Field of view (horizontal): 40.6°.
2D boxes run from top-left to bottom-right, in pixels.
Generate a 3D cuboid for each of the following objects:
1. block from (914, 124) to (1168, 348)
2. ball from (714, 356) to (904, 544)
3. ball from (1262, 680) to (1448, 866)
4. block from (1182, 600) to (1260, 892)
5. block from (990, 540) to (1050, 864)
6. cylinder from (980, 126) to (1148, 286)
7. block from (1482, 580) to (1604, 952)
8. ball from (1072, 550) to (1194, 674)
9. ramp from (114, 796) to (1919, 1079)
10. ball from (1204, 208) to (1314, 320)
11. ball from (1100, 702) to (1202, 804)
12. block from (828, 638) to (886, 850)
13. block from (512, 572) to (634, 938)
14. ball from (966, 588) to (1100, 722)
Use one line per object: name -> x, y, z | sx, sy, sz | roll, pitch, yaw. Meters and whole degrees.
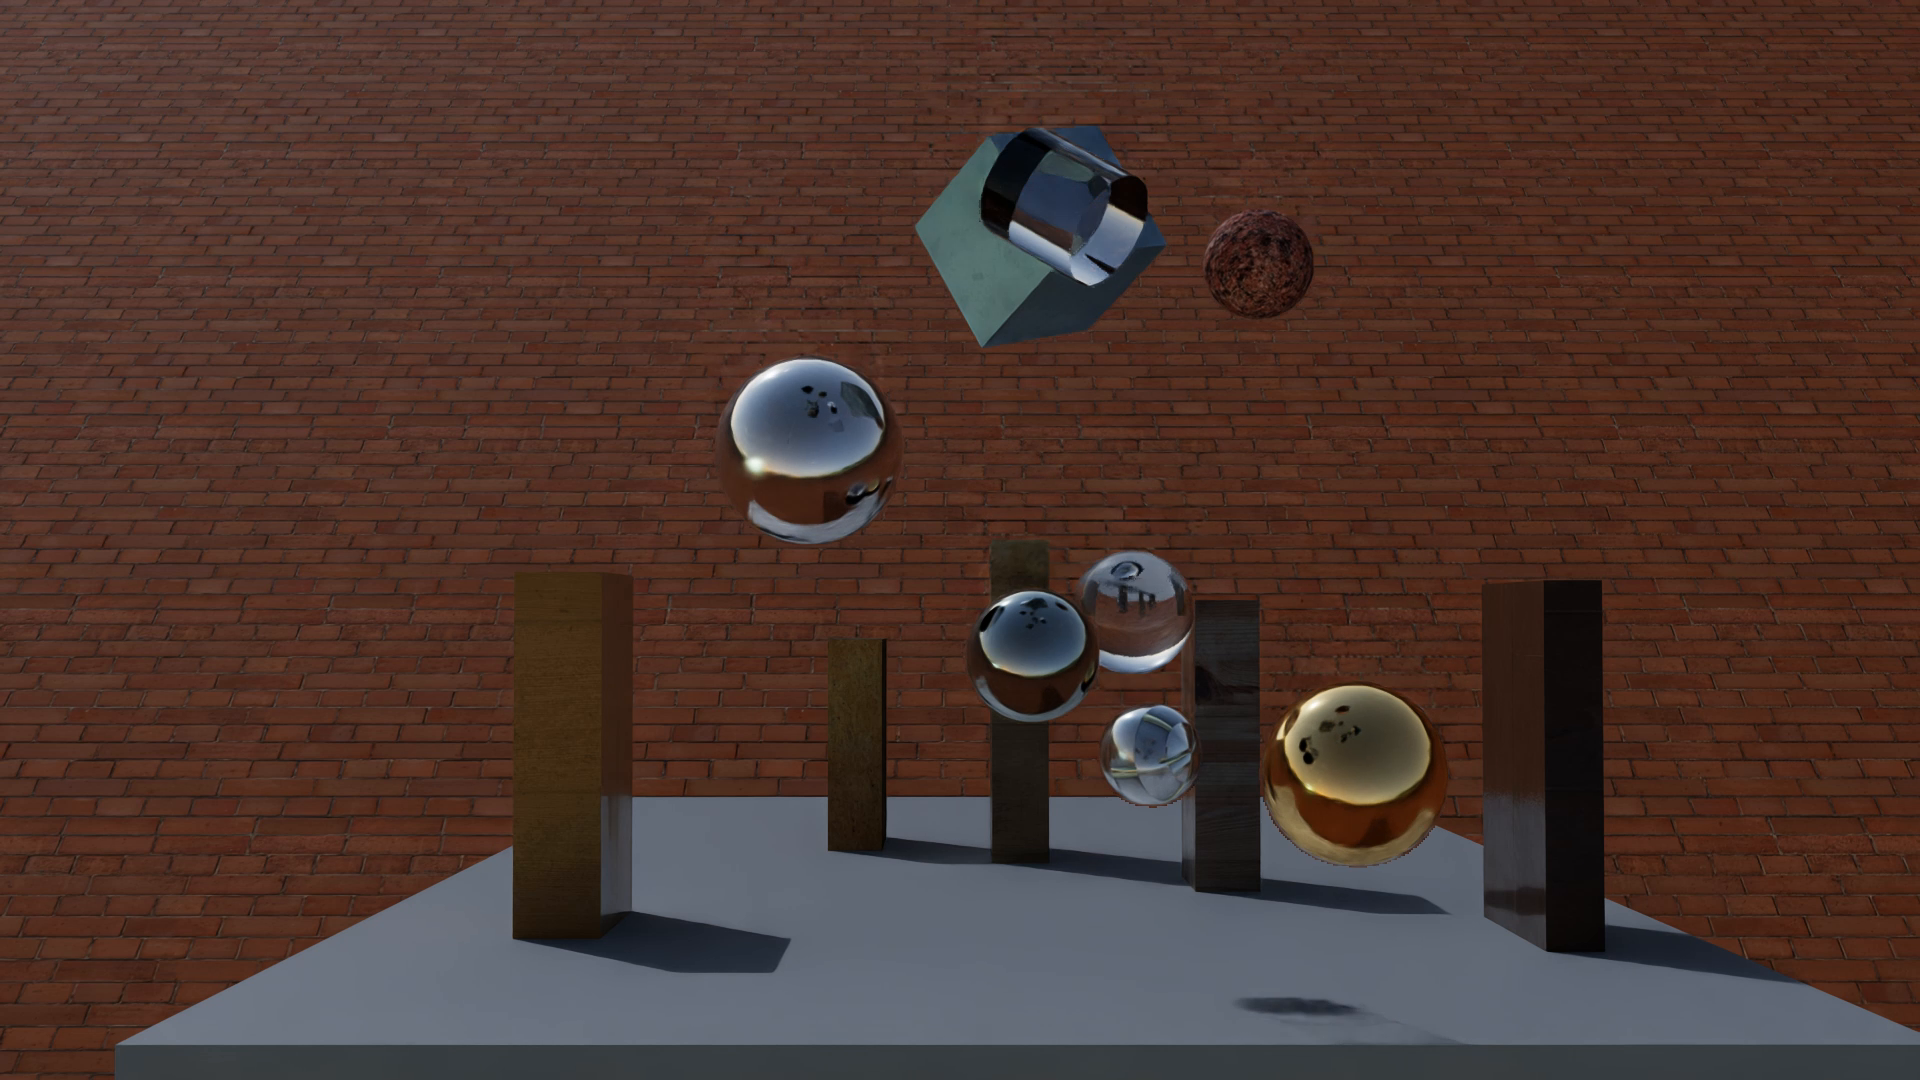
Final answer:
block -> 0.083, -0.315, 2.688 | 0.154, 0.154, 0.154 | -13, 67, -41
ball -> -0.158, -0.094, 2.723 | 0.198, 0.198, 0.198 | 0, 35, 0
ball -> 0.432, 0.254, 2.842 | 0.202, 0.202, 0.202 | 0, 35, 0
block -> 0.458, 0.356, 4.585 | 0.111, 0.498, 0.272 | 0, -2, 0
block -> 0.116, 0.314, 5.149 | 0.109, 0.619, 0.345 | 0, -2, 0
cylinder -> 0.095, -0.305, 2.368 | 0.108, 0.108, 0.108 | 33, 46, 29
block -> 0.861, 0.323, 3.858 | 0.082, 0.519, 0.433 | 0, -2, 0
ball -> 0.198, 0.083, 2.993 | 0.144, 0.144, 0.144 | 0, 35, 0
ramp -> 0.077, 0.664, 4.833 | 2.000, 0.100, 4.000 | 0, -2, 0
ball -> 0.323, -0.299, 2.812 | 0.119, 0.119, 0.119 | 0, 35, 0
ball -> 0.244, 0.273, 3.327 | 0.131, 0.131, 0.131 | 0, 35, 0
block -> -0.212, 0.419, 5.409 | 0.109, 0.426, 0.329 | 0, -2, 0
block -> -0.588, 0.319, 3.974 | 0.128, 0.535, 0.364 | 0, -2, 0
ball -> 0.074, 0.117, 2.641 | 0.137, 0.137, 0.137 | 0, 35, 0
